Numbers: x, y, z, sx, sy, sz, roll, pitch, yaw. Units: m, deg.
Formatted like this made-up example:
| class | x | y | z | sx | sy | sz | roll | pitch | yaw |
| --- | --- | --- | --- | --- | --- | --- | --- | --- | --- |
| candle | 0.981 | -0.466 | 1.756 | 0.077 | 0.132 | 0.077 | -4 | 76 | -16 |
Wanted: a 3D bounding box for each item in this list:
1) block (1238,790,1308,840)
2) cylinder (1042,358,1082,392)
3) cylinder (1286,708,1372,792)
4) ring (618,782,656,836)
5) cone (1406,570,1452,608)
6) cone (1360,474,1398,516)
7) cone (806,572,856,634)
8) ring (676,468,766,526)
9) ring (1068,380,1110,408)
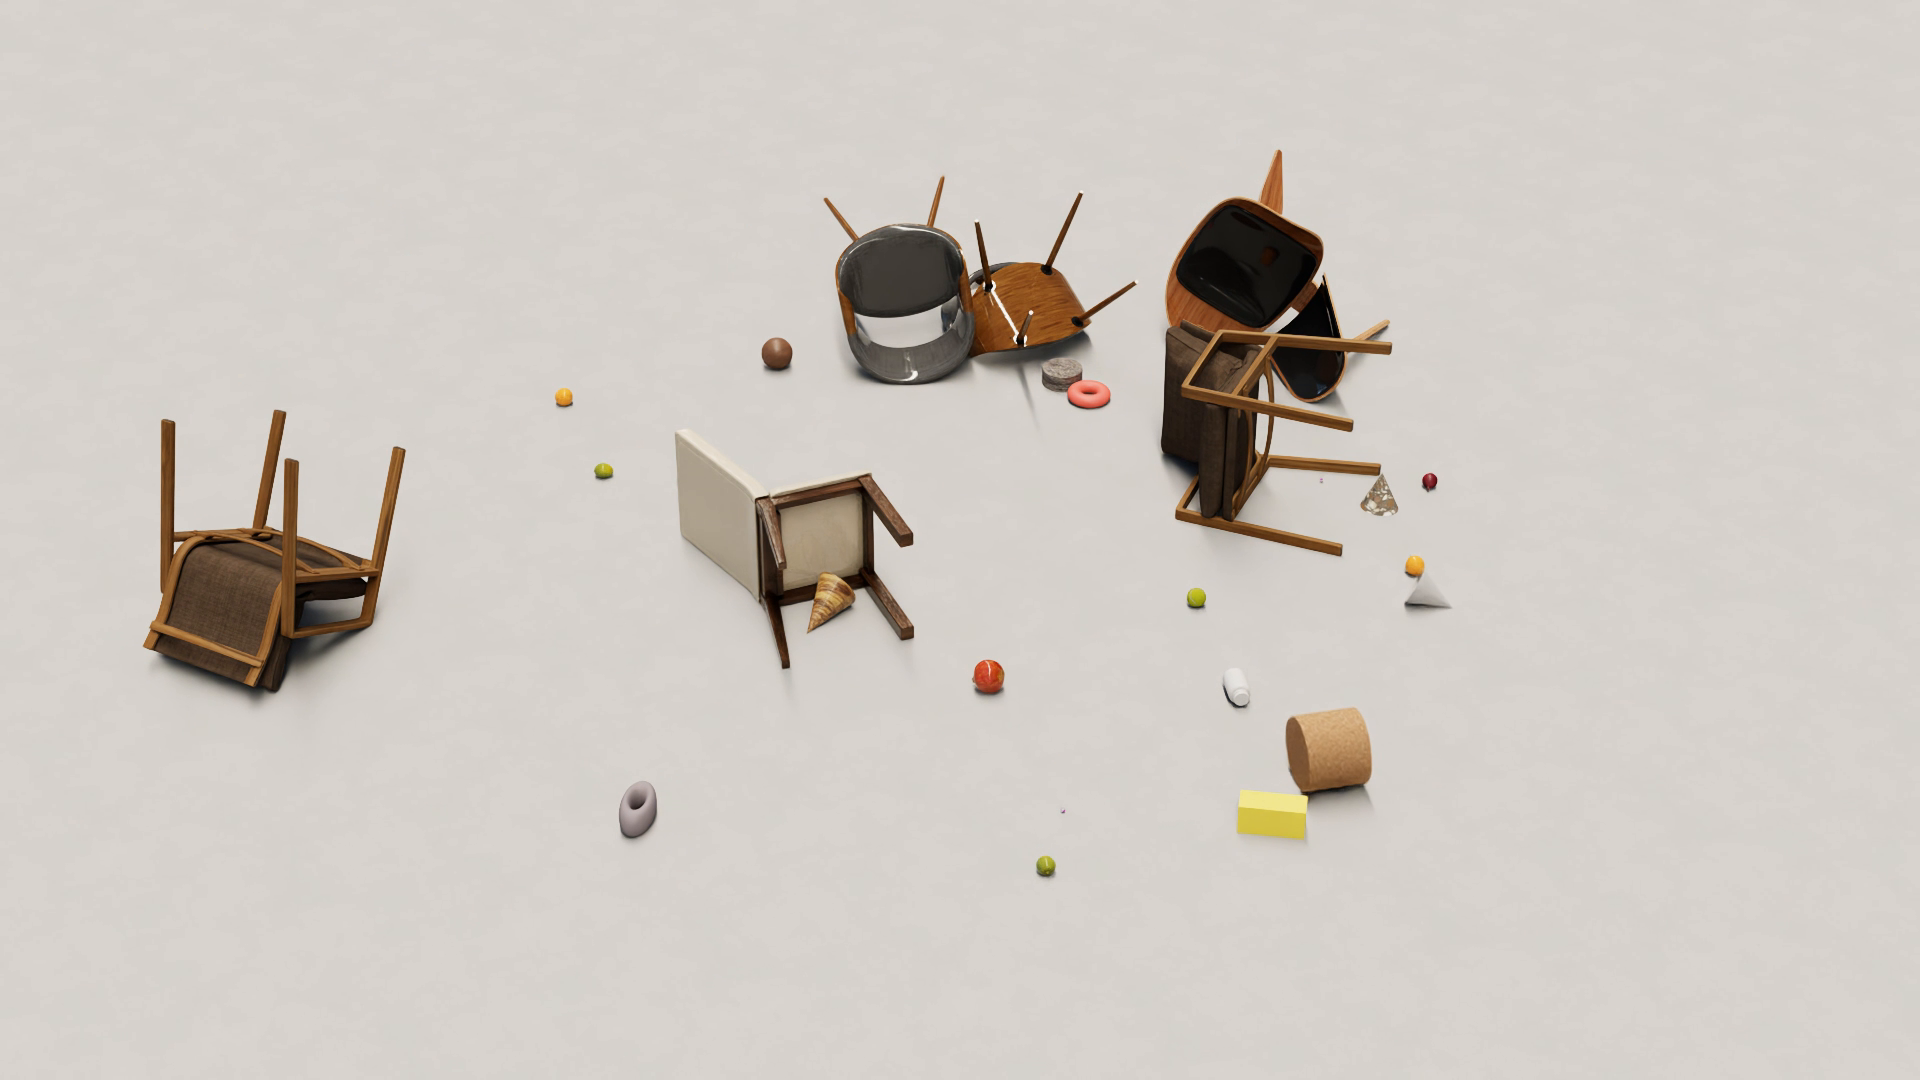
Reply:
| class | x | y | z | sx | sy | sz | roll | pitch | yaw |
| --- | --- | --- | --- | --- | --- | --- | --- | --- | --- |
| block | 1.012 | 0.889 | 9.498 | 0.216 | 0.107 | 0.090 | 5 | 34 | 8 |
| cylinder | 0.415 | -0.669 | 11.898 | 0.165 | 0.069 | 0.160 | 20 | 39 | 28 |
| cylinder | 1.217 | 0.693 | 9.676 | 0.215 | 0.232 | 0.252 | -7 | 71 | -11 |
| ring | -1.048 | 0.874 | 9.533 | 0.115 | 0.095 | 0.223 | 7 | 35 | 6 |
| cone | 1.709 | 0.205 | 10.577 | 0.158 | 0.133 | 0.168 | 31 | 26 | 4 |
| cone | 1.592 | -0.190 | 11.093 | 0.147 | 0.154 | 0.124 | 13 | 36 | 19 |
| cone | -0.493 | 0.253 | 10.487 | 0.147 | 0.176 | 0.217 | 13 | 57 | 35 |
| ring | -0.900 | -0.163 | 11.054 | 0.420 | 0.153 | 0.173 | 20 | 41 | 30 |
| ring | 0.519 | -0.588 | 11.792 | 0.175 | 0.050 | 0.178 | -11 | 36 | -17 |
